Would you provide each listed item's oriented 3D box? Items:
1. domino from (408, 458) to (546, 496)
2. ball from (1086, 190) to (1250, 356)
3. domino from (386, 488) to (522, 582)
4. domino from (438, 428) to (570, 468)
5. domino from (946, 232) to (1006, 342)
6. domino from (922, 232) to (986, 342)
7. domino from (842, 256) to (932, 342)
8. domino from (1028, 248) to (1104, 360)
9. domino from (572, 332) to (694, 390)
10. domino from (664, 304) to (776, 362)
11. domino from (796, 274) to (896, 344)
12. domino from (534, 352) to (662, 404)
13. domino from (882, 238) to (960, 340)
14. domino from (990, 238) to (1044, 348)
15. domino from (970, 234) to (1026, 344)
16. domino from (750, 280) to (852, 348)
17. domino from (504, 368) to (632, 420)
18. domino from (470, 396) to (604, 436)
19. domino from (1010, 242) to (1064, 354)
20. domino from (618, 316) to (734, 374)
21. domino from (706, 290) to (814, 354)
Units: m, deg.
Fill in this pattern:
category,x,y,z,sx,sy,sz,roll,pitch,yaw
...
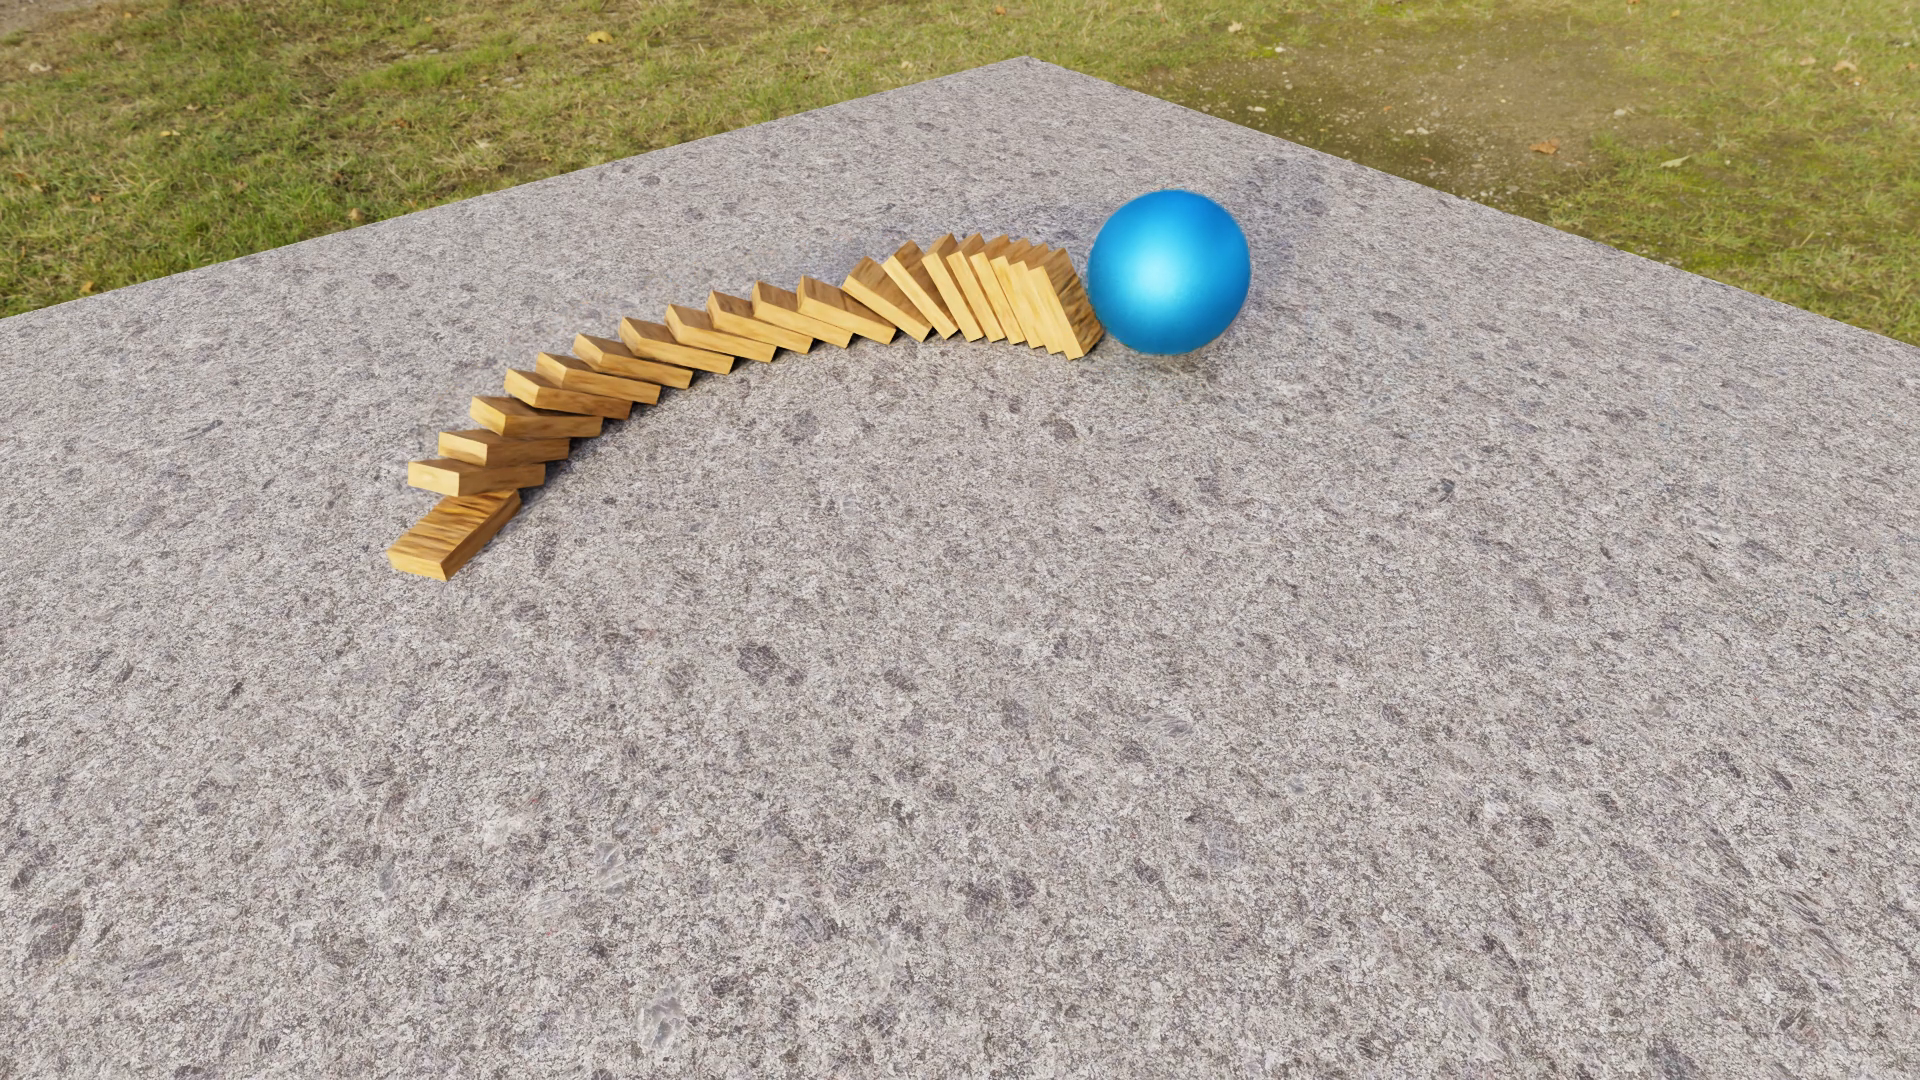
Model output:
category,x,y,z,sx,sy,sz,roll,pitch,yaw
domino,-0.200,-0.028,0.458,0.025,0.009,0.050,12,12,17
ball,0.104,-0.133,0.550,0.080,0.080,0.080,0,39,0
domino,-0.205,-0.005,0.449,0.025,0.009,0.050,11,41,14
domino,-0.196,-0.041,0.475,0.025,0.010,0.050,15,13,18
domino,0.013,-0.132,0.574,0.009,0.050,0.025,-12,29,35
domino,0.000,-0.132,0.574,0.009,0.050,0.025,-15,30,32
domino,-0.035,-0.127,0.580,0.050,0.009,0.025,33,41,-7
domino,0.054,-0.120,0.560,0.009,0.050,0.025,-9,28,40
domino,-0.157,-0.086,0.528,0.025,0.010,0.050,35,19,35
domino,-0.120,-0.104,0.553,0.050,0.010,0.025,7,30,-37
domino,-0.059,-0.120,0.573,0.050,0.009,0.025,16,34,-24
domino,-0.169,-0.075,0.514,0.025,0.009,0.050,29,15,36
domino,-0.017,-0.132,0.578,0.050,0.009,0.025,48,38,-13
domino,0.036,-0.128,0.569,0.010,0.050,0.025,-9,28,40
domino,0.025,-0.130,0.572,0.010,0.050,0.025,-9,28,40
domino,-0.082,-0.117,0.568,0.050,0.010,0.025,15,31,-26
domino,-0.179,-0.067,0.504,0.025,0.009,0.050,28,14,32
domino,-0.189,-0.055,0.493,0.025,0.010,0.050,27,19,29
domino,0.045,-0.124,0.564,0.010,0.050,0.025,-9,28,40
domino,-0.140,-0.096,0.542,0.050,0.009,0.025,6,29,-42
domino,-0.102,-0.111,0.561,0.050,0.010,0.025,12,30,-31
